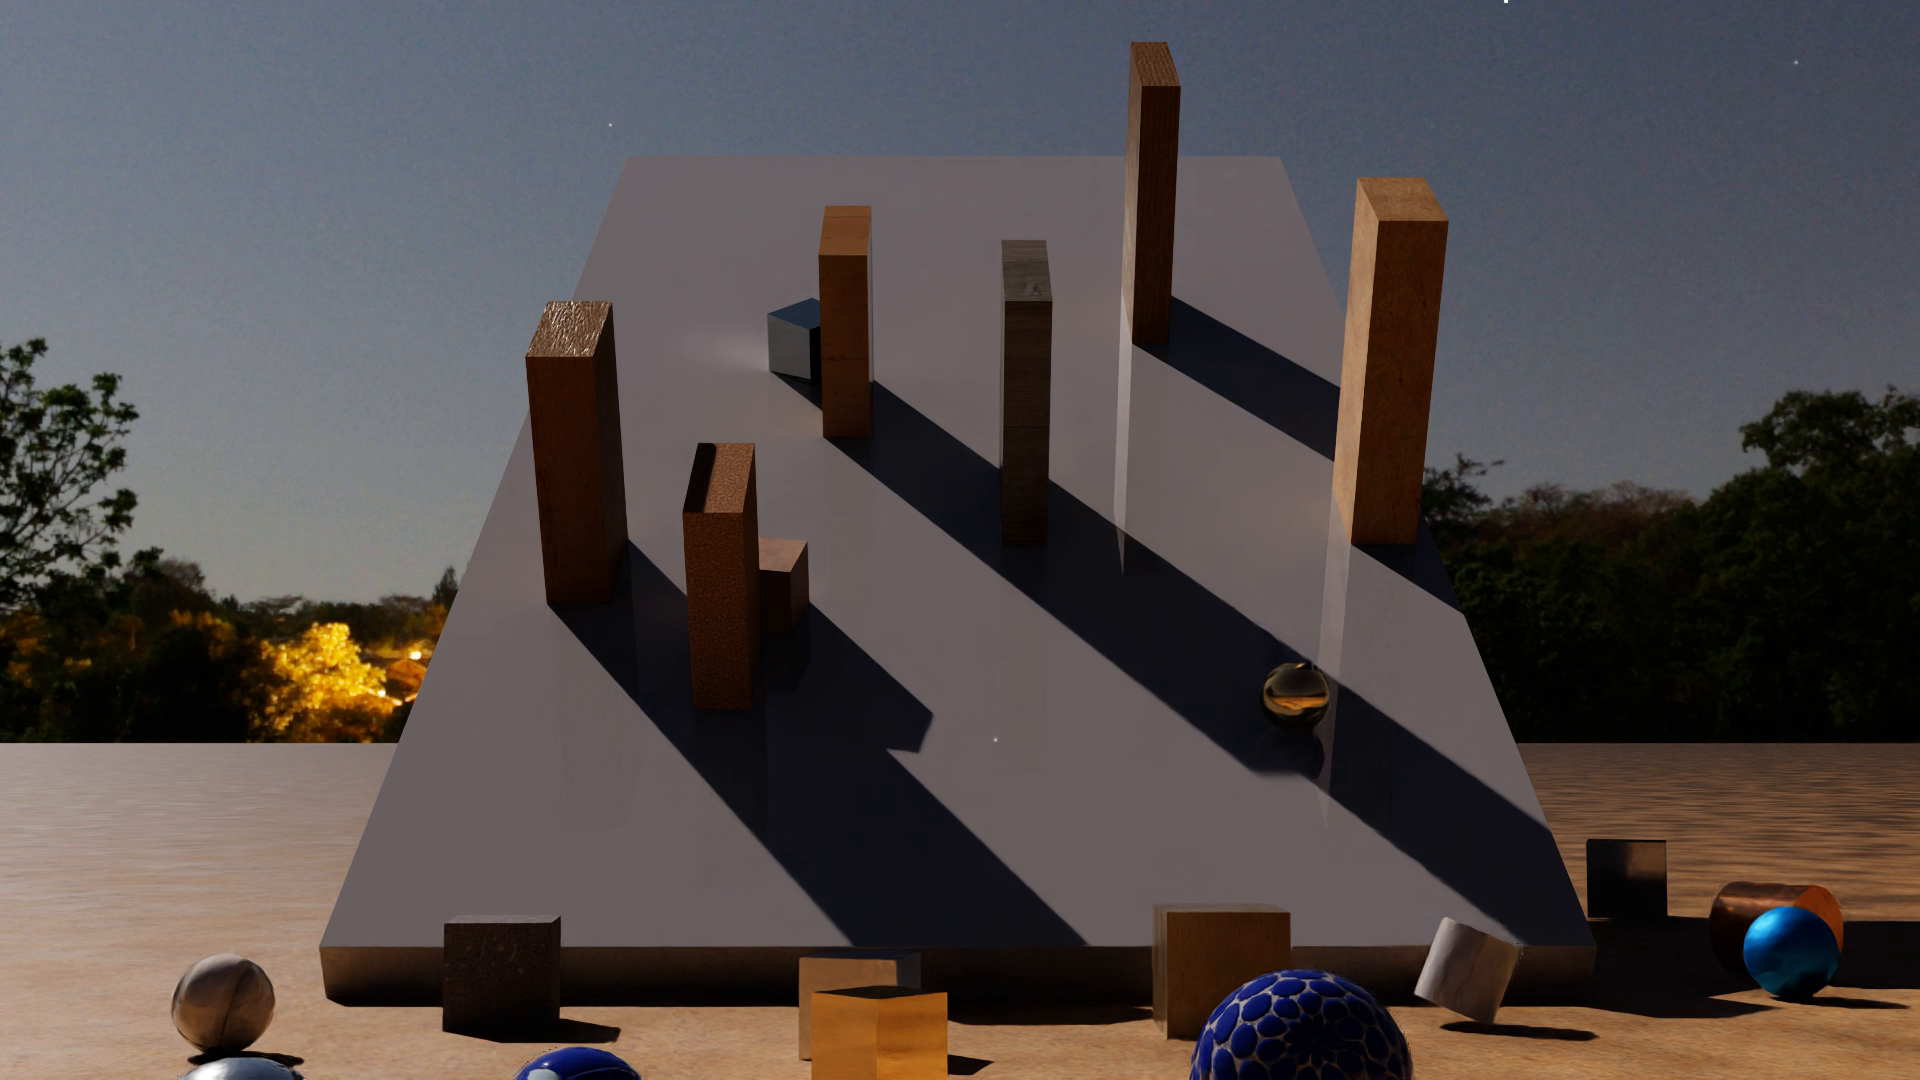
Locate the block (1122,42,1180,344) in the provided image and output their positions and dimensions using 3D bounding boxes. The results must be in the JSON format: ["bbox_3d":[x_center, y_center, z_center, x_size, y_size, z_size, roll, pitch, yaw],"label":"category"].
[{"bbox_3d":[0.476,-0.874,5.952,0.093,0.658,0.394,0,27,0],"label":"block"}]

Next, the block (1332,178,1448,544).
[{"bbox_3d":[0.884,-0.368,4.905,0.137,0.708,0.267,0,27,0],"label":"block"}]

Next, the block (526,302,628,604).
[{"bbox_3d":[-0.757,-0.174,4.712,0.127,0.530,0.288,0,27,0],"label":"block"}]

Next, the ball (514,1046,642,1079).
[{"bbox_3d":[-0.335,0.515,2.077,0.140,0.140,0.140,0,-5,0],"label":"ball"}]

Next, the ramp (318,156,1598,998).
[{"bbox_3d":[-0.011,-0.227,5.513,2.000,0.100,4.000,0,27,0],"label":"ramp"}]

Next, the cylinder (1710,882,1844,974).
[{"bbox_3d":[1.412,0.675,4.101,0.158,0.158,0.158,3,-6,-36],"label":"cylinder"}]

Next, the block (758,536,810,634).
[{"bbox_3d":[-0.379,0.086,4.639,0.134,0.134,0.134,5,27,10],"label":"block"}]

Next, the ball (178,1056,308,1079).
[{"bbox_3d":[-0.578,0.493,1.898,0.156,0.156,0.156,0,-5,0],"label":"ball"}]

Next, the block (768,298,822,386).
[{"bbox_3d":[-0.360,-0.479,5.735,0.147,0.147,0.147,23,35,38],"label":"block"}]

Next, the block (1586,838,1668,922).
[{"bbox_3d":[1.529,0.777,5.432,0.174,0.174,0.174,-1,-5,17],"label":"block"}]

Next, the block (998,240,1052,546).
[{"bbox_3d":[0.134,-0.310,4.968,0.094,0.545,0.355,0,27,0],"label":"block"}]

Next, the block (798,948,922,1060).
[{"bbox_3d":[-0.129,0.605,3.087,0.129,0.129,0.129,-1,-5,13],"label":"block"}]

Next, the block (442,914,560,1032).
[{"bbox_3d":[-0.658,0.621,3.412,0.150,0.150,0.150,0,-5,-5],"label":"block"}]

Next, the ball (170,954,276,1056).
[{"bbox_3d":[-0.960,0.604,3.088,0.130,0.130,0.130,0,-5,0],"label":"ball"}]

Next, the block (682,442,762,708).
[{"bbox_3d":[-0.436,0.064,4.388,0.106,0.401,0.294,0,27,0],"label":"block"}]

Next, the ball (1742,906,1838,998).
[{"bbox_3d":[1.315,0.653,3.753,0.144,0.144,0.144,0,-5,0],"label":"ball"}]

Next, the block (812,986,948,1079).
[{"bbox_3d":[-0.094,0.588,2.782,0.113,0.113,0.113,5,-7,-45],"label":"block"}]

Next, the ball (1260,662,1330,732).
[{"bbox_3d":[0.602,0.283,4.266,0.126,0.126,0.126,0,-5,0],"label":"ball"}]

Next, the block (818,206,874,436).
[{"bbox_3d":[-0.260,-0.507,5.468,0.107,0.439,0.333,0,27,0],"label":"block"}]

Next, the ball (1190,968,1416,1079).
[{"bbox_3d":[0.309,0.490,2.145,0.202,0.202,0.202,0,-5,0],"label":"ball"}]

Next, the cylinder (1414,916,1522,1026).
[{"bbox_3d":[0.728,0.618,3.401,0.118,0.118,0.118,22,-4,2],"label":"cylinder"}]

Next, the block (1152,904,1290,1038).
[{"bbox_3d":[0.367,0.605,3.345,0.171,0.171,0.171,0,-5,-2],"label":"block"}]
